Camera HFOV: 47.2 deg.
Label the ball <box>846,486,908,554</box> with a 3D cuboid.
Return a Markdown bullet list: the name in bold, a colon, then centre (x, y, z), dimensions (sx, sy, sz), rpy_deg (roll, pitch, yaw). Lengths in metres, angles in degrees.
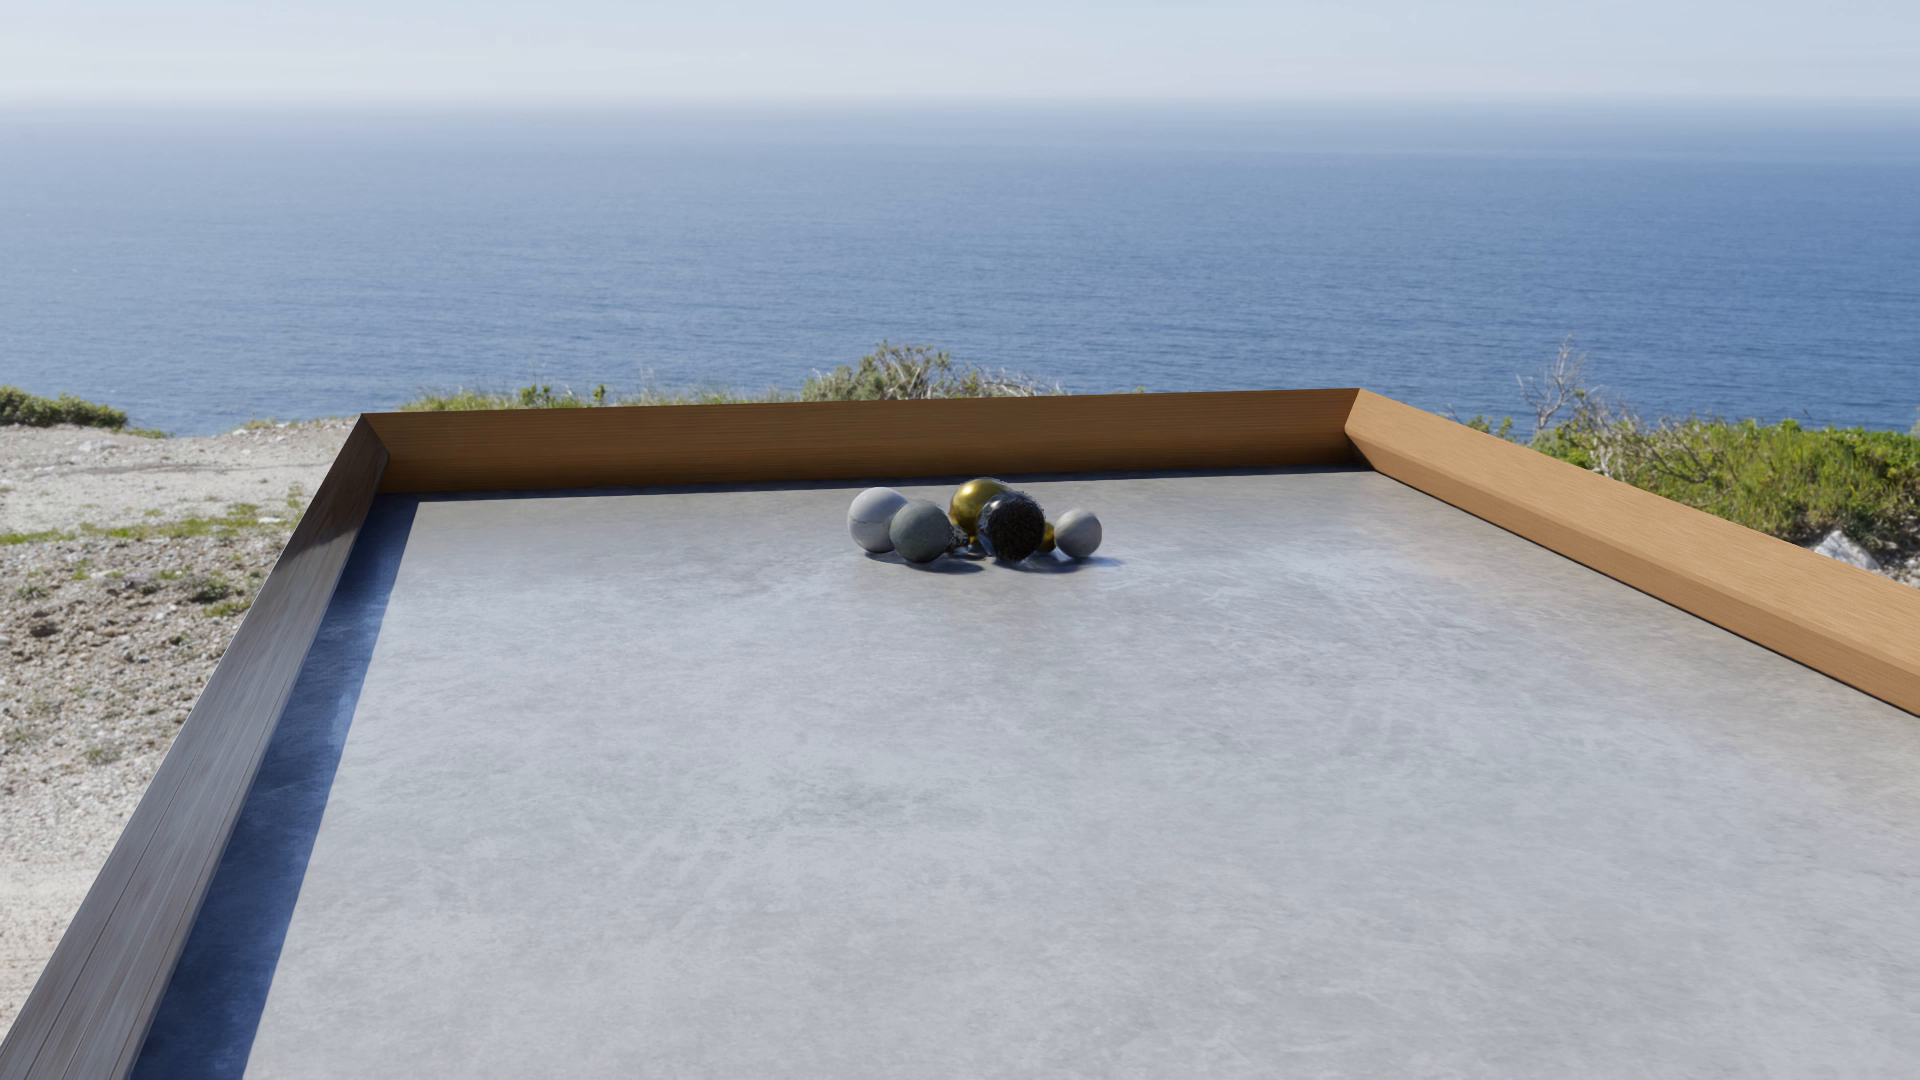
- **ball**: centre (-0.111, -0.028, 3.074), dimensions (0.093, 0.093, 0.093), rpy_deg (0, 11, 0)

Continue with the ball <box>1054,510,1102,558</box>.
- **ball**: centre (0.163, -0.009, 3.042), dimensions (0.068, 0.068, 0.068), rpy_deg (0, 11, 0)

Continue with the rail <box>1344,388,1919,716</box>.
- **rail**: centre (0.935, 0.083, 2.436), dimensions (0.045, 0.129, 2.880), rpy_deg (-2, 12, -10)

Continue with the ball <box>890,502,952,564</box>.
- **ball**: centre (-0.054, -0.010, 3.008), dimensions (0.084, 0.084, 0.084), rpy_deg (0, 11, 0)

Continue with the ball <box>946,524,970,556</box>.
- **ball**: centre (-0.008, 0.000, 3.061), dimensions (0.043, 0.043, 0.043), rpy_deg (0, 11, 0)

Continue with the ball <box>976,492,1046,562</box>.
- **ball**: centre (0.070, -0.018, 3.018), dimensions (0.096, 0.096, 0.096), rpy_deg (0, 11, 0)

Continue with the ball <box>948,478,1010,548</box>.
- **ball**: centre (0.034, -0.038, 3.108), dimensions (0.099, 0.099, 0.099), rpy_deg (0, 11, 0)

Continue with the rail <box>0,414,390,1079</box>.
- **rail**: centre (-0.673, 0.142, 2.144), dimensions (0.045, 0.129, 2.880), rpy_deg (-2, 12, -10)

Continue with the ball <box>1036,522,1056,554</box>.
- **ball**: centre (0.117, -0.003, 3.075), dimensions (0.045, 0.045, 0.045), rpy_deg (0, 11, 0)

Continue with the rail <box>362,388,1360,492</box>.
- **rail**: centre (-0.127, -0.165, 3.655), dimensions (1.683, 0.129, 0.045), rpy_deg (-2, 12, -10)
